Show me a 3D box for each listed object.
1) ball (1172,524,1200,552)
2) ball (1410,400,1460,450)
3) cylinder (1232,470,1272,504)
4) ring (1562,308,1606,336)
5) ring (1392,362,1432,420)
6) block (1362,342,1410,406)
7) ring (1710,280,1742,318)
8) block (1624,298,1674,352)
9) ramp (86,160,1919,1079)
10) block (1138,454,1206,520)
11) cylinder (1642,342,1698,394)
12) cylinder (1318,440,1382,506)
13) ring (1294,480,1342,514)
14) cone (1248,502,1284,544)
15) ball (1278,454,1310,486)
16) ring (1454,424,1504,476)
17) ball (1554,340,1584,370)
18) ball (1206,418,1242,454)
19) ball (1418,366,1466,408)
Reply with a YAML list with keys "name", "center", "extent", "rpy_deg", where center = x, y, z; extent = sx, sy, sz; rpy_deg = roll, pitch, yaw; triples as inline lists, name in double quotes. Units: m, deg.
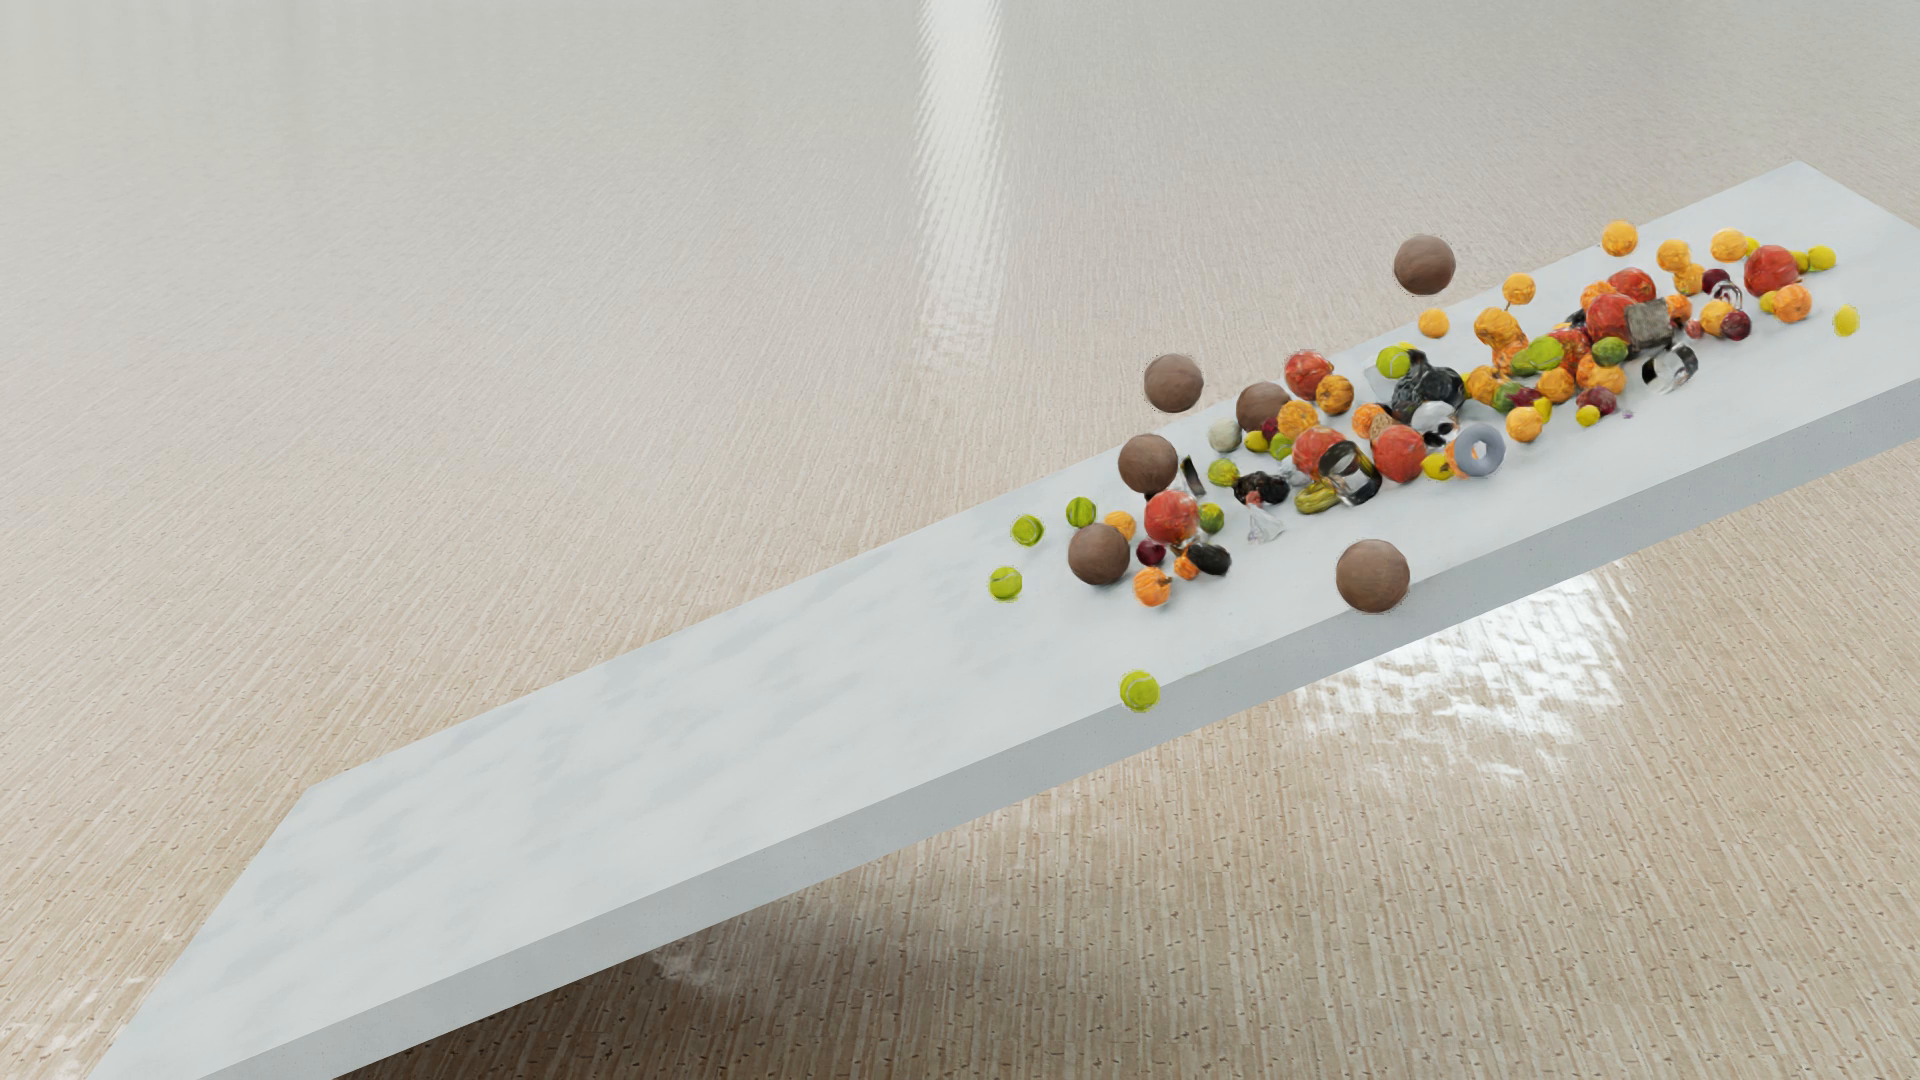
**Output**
- name: "ball"
  center: [0.462, -0.004, 6.017]
  extent: [0.056, 0.056, 0.056]
  rpy_deg: [0, 15, 0]
- name: "ball"
  center: [0.958, -0.232, 5.921]
  extent: [0.100, 0.100, 0.100]
  rpy_deg: [0, 15, 0]
- name: "cylinder"
  center: [0.611, -0.110, 6.152]
  extent: [0.057, 0.057, 0.057]
  rpy_deg: [-20, -1, 41]
- name: "ring"
  center: [1.334, -0.463, 6.283]
  extent: [0.098, 0.033, 0.098]
  rpy_deg: [-22, 25, 11]
- name: "ring"
  center: [0.967, -0.318, 6.258]
  extent: [0.044, 0.131, 0.131]
  rpy_deg: [24, 8, -19]
- name: "block"
  center: [0.947, -0.366, 6.481]
  extent: [0.090, 0.090, 0.090]
  rpy_deg: [-29, 11, 13]
- name: "ring"
  center: [1.536, -0.483, 5.895]
  extent: [0.026, 0.078, 0.078]
  rpy_deg: [-9, 18, -31]
- name: "block"
  center: [1.318, -0.412, 5.629]
  extent: [0.075, 0.075, 0.075]
  rpy_deg: [-12, -11, 9]
- name: "ramp"
  center: [0.132, 0.170, 6.284]
  extent: [4.000, 0.100, 2.000]
  rpy_deg: [-23, 13, 8]
- name: "block"
  center: [0.460, -0.114, 6.379]
  extent: [0.095, 0.095, 0.095]
  rpy_deg: [-18, 14, 27]
- name: "cylinder"
  center: [1.357, -0.328, 5.624]
  extent: [0.076, 0.076, 0.076]
  rpy_deg: [-33, 32, -33]
- name: "cylinder"
  center: [0.771, -0.132, 5.812]
  extent: [0.093, 0.093, 0.093]
  rpy_deg: [-32, 31, 22]
- name: "ring"
  center: [0.727, -0.090, 5.917]
  extent: [0.117, 0.039, 0.117]
  rpy_deg: [-24, 14, 6]
- name: "cone"
  center: [0.594, -0.045, 5.861]
  extent: [0.078, 0.078, 0.078]
  rpy_deg: [-29, 19, 11]
- name: "ball"
  center: [0.698, -0.146, 6.129]
  extent: [0.067, 0.067, 0.067]
  rpy_deg: [0, 15, 0]
- name: "ring"
  center: [0.978, -0.169, 5.542]
  extent: [0.103, 0.103, 0.034]
  rpy_deg: [-3, 13, -12]
- name: "ball"
  center: [1.255, -0.380, 6.054]
  extent: [0.062, 0.062, 0.062]
  rpy_deg: [0, 15, 0]
- name: "ball"
  center: [0.599, -0.236, 6.650]
  extent: [0.081, 0.081, 0.081]
  rpy_deg: [0, 15, 0]
- name: "ball"
  center: [0.992, -0.309, 6.058]
  extent: [0.096, 0.096, 0.096]
  rpy_deg: [0, 15, 0]
